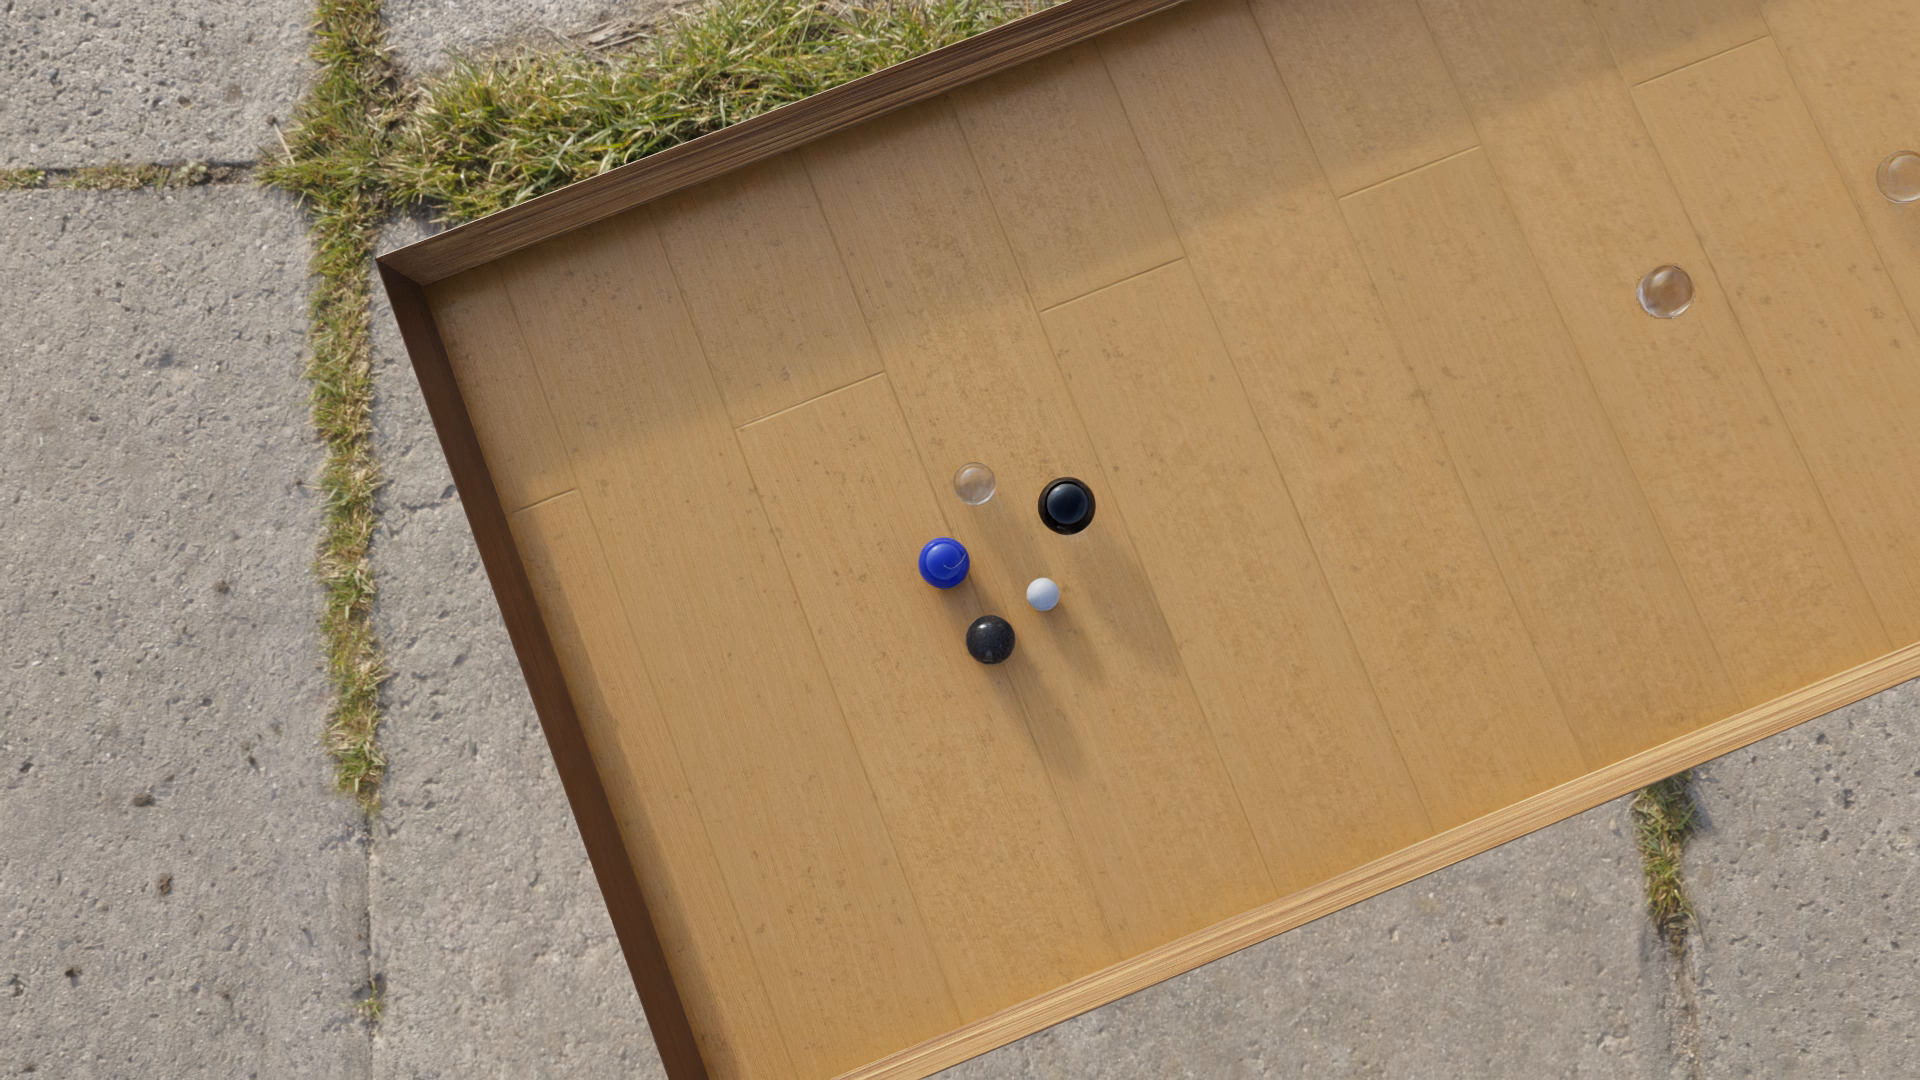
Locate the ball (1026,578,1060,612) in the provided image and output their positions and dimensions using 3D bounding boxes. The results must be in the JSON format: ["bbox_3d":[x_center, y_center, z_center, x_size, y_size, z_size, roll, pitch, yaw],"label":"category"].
[{"bbox_3d":[0.124,0.081,3.285,0.050,0.050,0.050,0,79,0],"label":"ball"}]

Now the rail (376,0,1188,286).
[{"bbox_3d":[0.368,-0.868,3.430,2.658,0.114,0.045,-21,80,-4],"label":"rail"}]

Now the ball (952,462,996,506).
[{"bbox_3d":[0.022,-0.085,3.308,0.066,0.066,0.066,0,79,0],"label":"ball"}]

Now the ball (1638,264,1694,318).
[{"bbox_3d":[1.078,-0.379,3.356,0.081,0.081,0.081,0,79,0],"label":"ball"}]

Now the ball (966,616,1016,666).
[{"bbox_3d":[0.045,0.148,3.260,0.074,0.074,0.074,0,79,0],"label":"ball"}]

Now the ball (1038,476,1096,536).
[{"bbox_3d":[0.160,-0.051,3.291,0.088,0.088,0.088,0,79,0],"label":"ball"}]

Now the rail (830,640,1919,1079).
[{"bbox_3d":[0.869,0.382,3.195,2.658,0.114,0.045,-21,80,-4],"label":"rail"}]

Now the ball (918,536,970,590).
[{"bbox_3d":[-0.024,0.034,3.280,0.078,0.078,0.078,0,79,0],"label":"ball"}]

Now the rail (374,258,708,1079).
[{"bbox_3d":[-0.596,0.226,3.224,0.045,0.114,1.415,-21,80,-4],"label":"rail"}]
